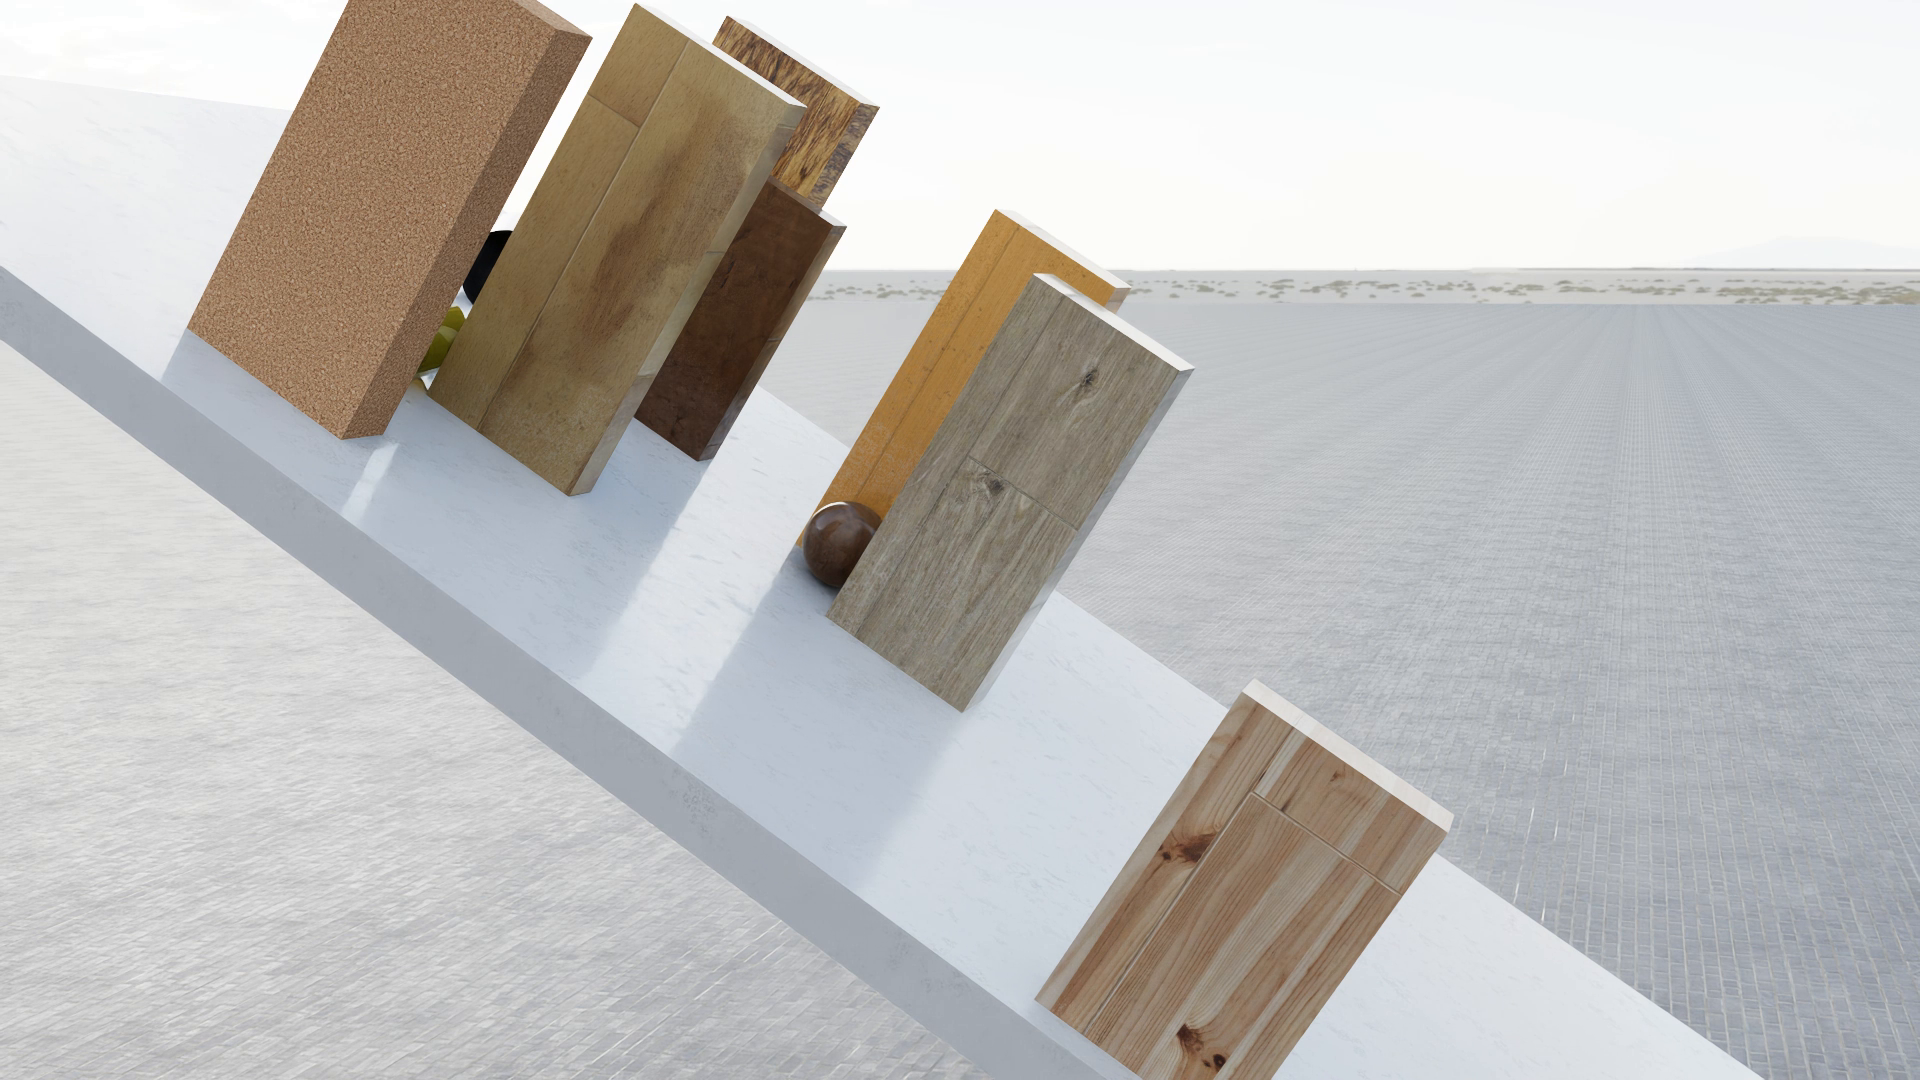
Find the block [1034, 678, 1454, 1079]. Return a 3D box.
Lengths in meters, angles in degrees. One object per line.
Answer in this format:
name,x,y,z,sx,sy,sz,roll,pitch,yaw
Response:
block,0.389,0.512,3.049,0.328,0.541,0.101,35,15,11

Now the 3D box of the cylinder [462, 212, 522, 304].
cylinder,-0.930,-0.571,4.580,0.190,0.190,0.190,0,19,-3

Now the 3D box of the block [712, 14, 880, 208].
block,-0.516,-0.687,4.674,0.348,0.754,0.121,35,15,11

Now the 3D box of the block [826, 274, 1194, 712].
block,0.086,-0.084,3.972,0.311,0.736,0.136,35,15,11

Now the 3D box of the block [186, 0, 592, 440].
block,-0.916,-0.566,3.508,0.332,0.745,0.124,35,15,11

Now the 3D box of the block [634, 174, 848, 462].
block,-0.536,-0.501,4.427,0.397,0.554,0.084,35,15,11

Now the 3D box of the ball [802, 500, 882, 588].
ball,-0.217,0.009,4.185,0.167,0.167,0.167,0,7,0

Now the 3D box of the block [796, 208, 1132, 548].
block,0.002,-0.237,4.247,0.275,0.763,0.136,35,15,11

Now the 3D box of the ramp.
ramp,-0.144,0.240,4.108,4.000,0.100,2.000,35,15,11

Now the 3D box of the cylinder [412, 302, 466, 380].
cylinder,-0.975,-0.363,3.897,0.153,0.153,0.153,1,12,11

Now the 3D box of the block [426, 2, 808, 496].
block,-0.604,-0.496,3.819,0.328,0.789,0.085,35,15,11
